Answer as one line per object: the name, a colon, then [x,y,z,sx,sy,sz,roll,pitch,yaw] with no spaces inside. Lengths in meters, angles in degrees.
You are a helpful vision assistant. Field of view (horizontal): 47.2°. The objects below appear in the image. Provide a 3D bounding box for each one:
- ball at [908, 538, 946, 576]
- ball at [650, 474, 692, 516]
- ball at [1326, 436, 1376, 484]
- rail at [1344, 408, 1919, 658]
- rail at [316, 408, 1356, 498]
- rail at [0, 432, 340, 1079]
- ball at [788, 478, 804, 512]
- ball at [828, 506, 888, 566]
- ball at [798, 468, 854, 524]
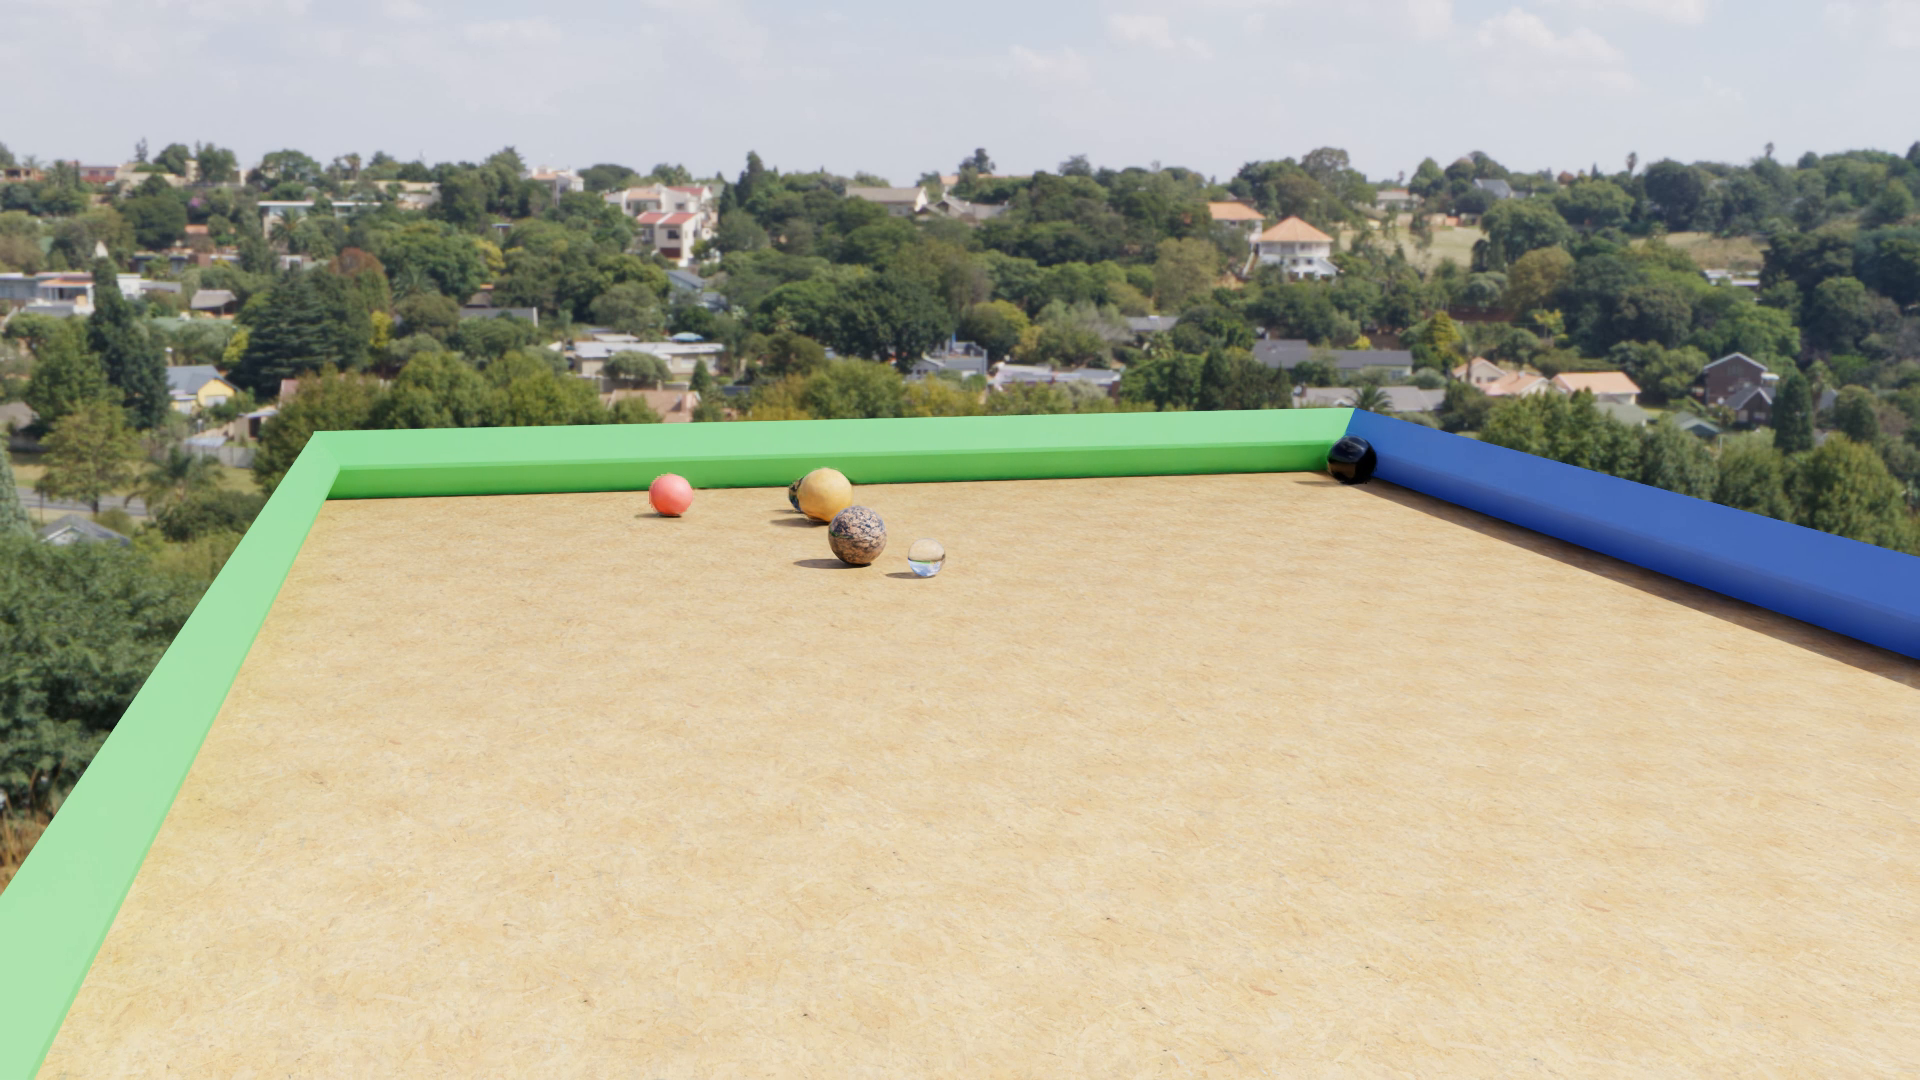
ball: [-0.049,0.025,3.222,0.057,0.057,0.057,0,9,0]
ball: [-0.498,-0.077,3.797,0.072,0.072,0.072,0,9,0]
ball: [0.745,-0.152,4.184,0.094,0.094,0.094,0,9,0]
rail: [1.147,0.088,2.635,0.045,0.122,3.654,-2,10,-12]
rail: [-0.185,-0.166,4.175,2.004,0.122,0.045,-2,10,-12]
rail: [-0.767,0.154,2.234,0.045,0.122,3.654,-2,10,-12]
ball: [-0.269,-0.079,3.843,0.061,0.061,0.061,0,9,0]
ball: [-0.154,-0.007,3.314,0.090,0.090,0.090,0,9,0]
ball: [-0.227,-0.074,3.714,0.094,0.094,0.094,0,9,0]
